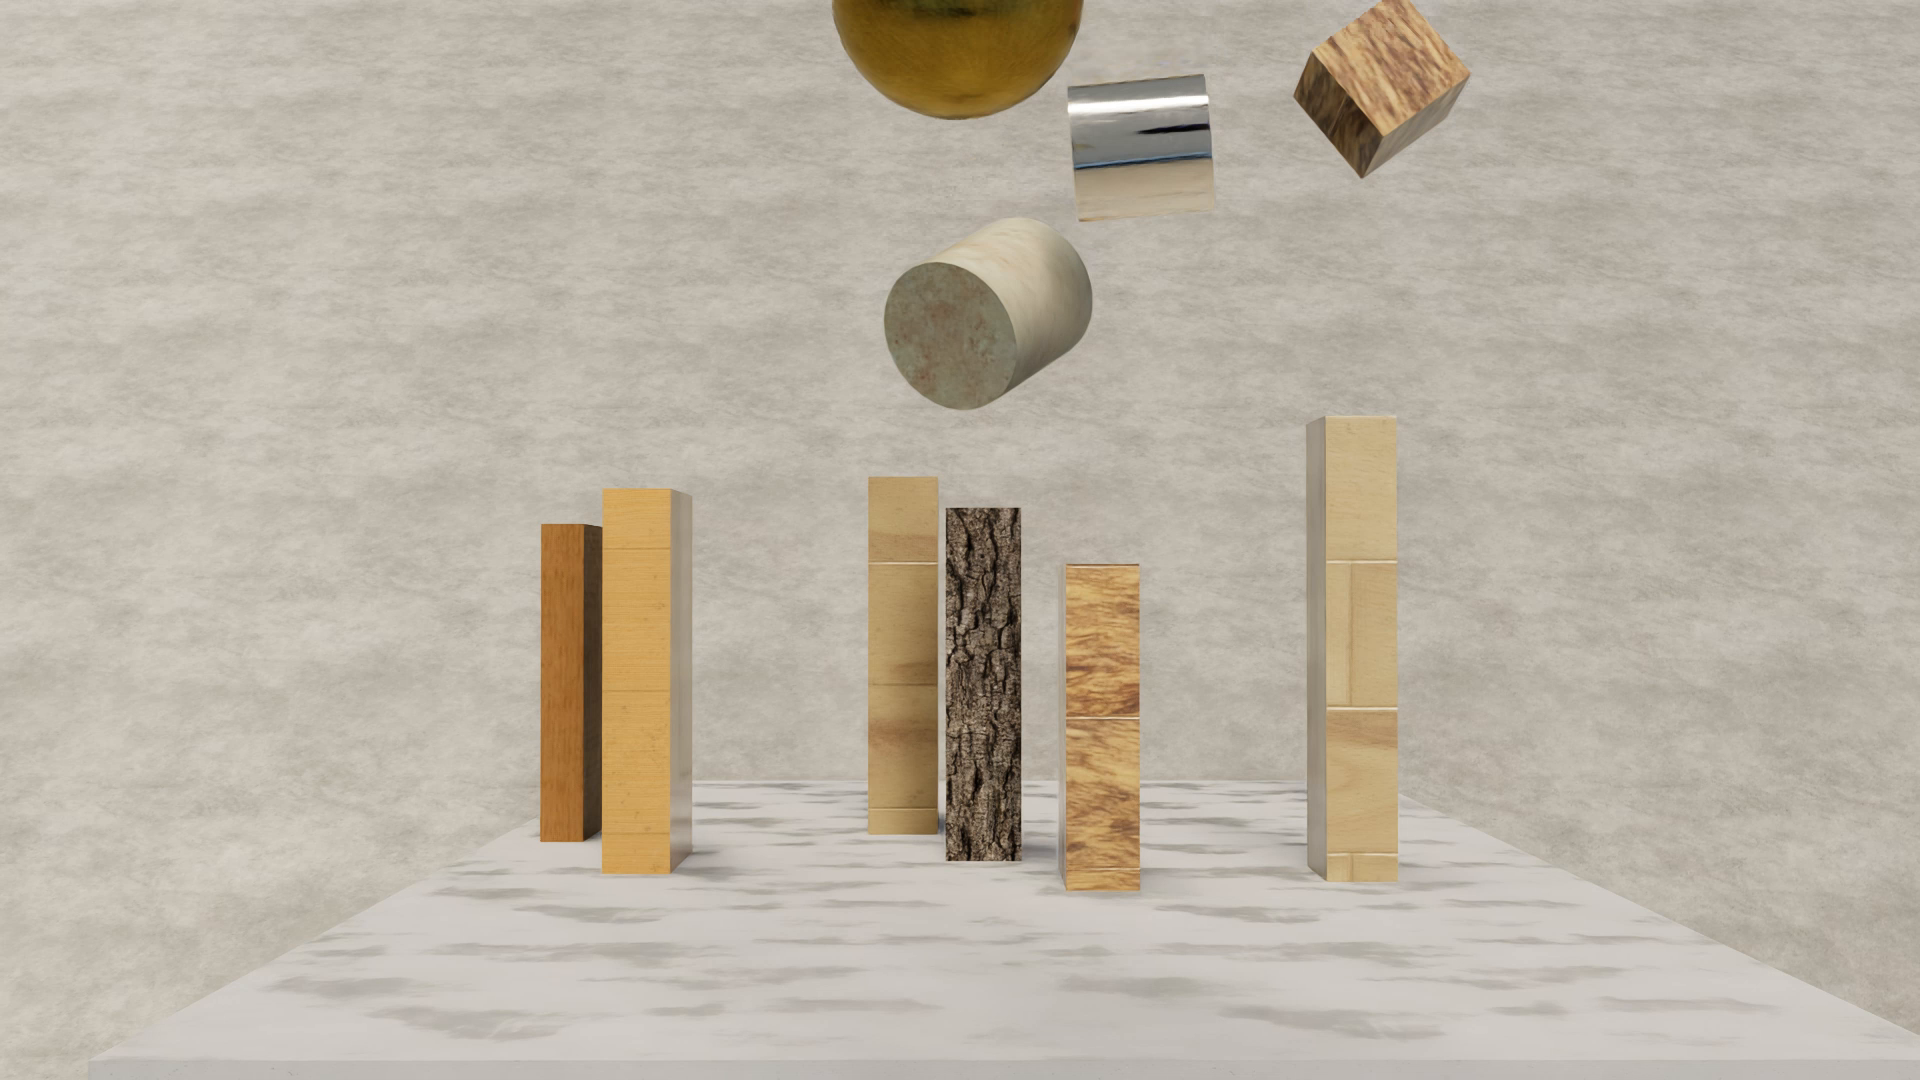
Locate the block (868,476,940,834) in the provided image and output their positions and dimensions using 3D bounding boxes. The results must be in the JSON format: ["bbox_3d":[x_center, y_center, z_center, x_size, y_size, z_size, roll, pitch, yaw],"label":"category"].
[{"bbox_3d":[-0.116,0.239,5.480,0.141,0.728,0.409,0,-1,0],"label":"block"}]

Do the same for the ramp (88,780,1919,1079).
[{"bbox_3d":[0.073,0.639,4.752,2.000,0.100,4.000,0,-1,0],"label":"ramp"}]

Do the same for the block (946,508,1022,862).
[{"bbox_3d":[0.043,0.268,4.912,0.139,0.649,0.296,0,-1,0],"label":"block"}]

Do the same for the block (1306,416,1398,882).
[{"bbox_3d":[0.686,0.187,4.554,0.121,0.797,0.249,0,-1,0],"label":"block"}]

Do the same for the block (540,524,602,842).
[{"bbox_3d":[-0.787,0.285,5.266,0.084,0.629,0.280,0,-1,0],"label":"block"}]

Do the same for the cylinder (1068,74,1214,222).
[{"bbox_3d":[0.198,-0.430,2.845,0.149,0.149,0.149,-5,33,4],"label":"cylinder"}]

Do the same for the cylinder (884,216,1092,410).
[{"bbox_3d":[0.033,-0.261,2.968,0.175,0.175,0.175,18,32,26],"label":"cylinder"}]

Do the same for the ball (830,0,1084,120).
[{"bbox_3d":[-0.002,-0.450,2.124,0.209,0.209,0.209,0,33,0],"label":"ball"}]

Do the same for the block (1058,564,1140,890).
[{"bbox_3d":[0.237,0.313,4.470,0.122,0.542,0.342,0,-1,0],"label":"block"}]

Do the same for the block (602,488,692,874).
[{"bbox_3d":[-0.568,0.251,4.741,0.119,0.676,0.377,0,-1,0],"label":"block"}]

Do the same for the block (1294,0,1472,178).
[{"bbox_3d":[0.402,-0.435,2.479,0.107,0.107,0.107,-36,80,-10],"label":"block"}]
